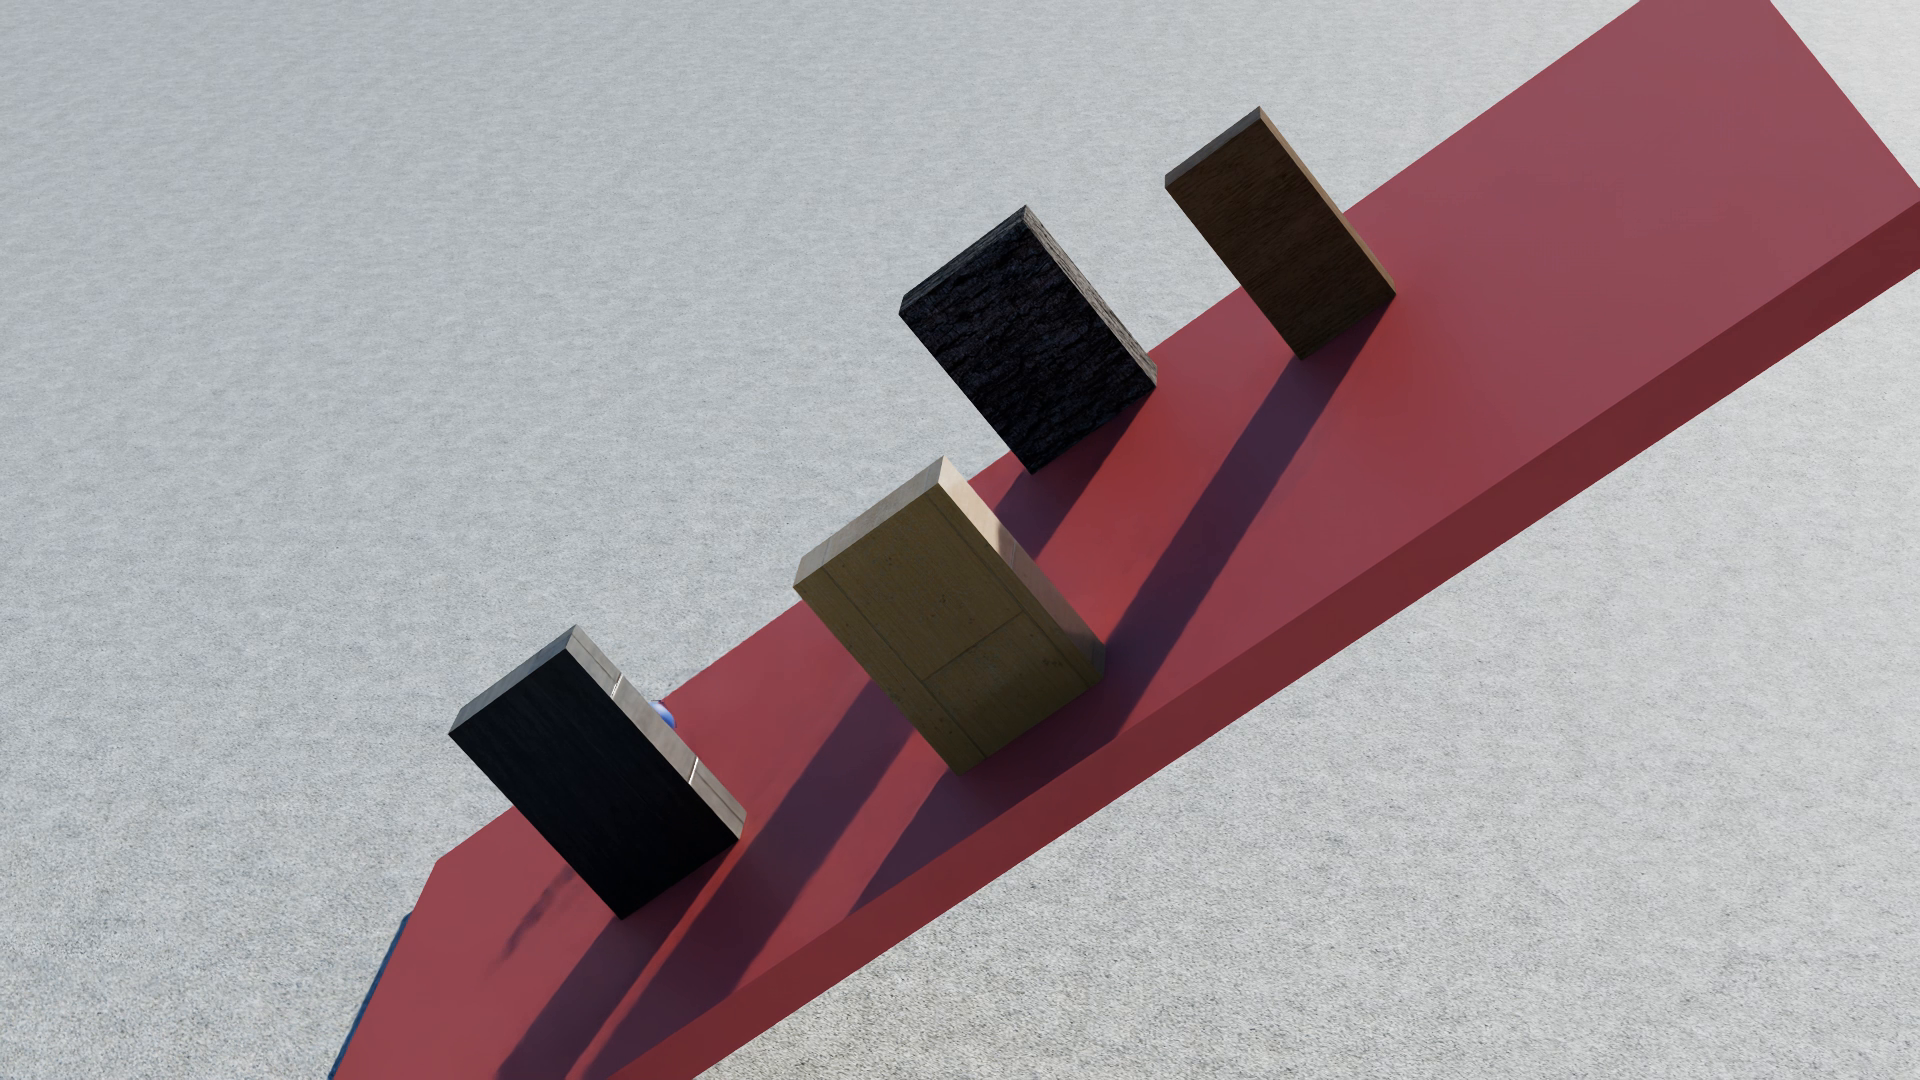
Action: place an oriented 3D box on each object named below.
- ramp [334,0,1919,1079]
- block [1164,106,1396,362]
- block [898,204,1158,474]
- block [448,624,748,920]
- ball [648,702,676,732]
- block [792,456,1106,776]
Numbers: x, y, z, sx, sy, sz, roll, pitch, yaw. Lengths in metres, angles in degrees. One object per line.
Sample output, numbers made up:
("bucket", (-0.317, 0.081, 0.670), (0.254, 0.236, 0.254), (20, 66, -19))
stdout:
("ramp", (0.124, 0.183, 6.333), (4.000, 0.100, 2.000), (-35, 16, 17))
("block", (0.679, -0.647, 6.231), (0.248, 0.483, 0.097), (-35, 16, 17))
("block", (0.162, -0.468, 6.901), (0.370, 0.504, 0.138), (-35, 16, 17))
("block", (-0.773, 0.501, 6.306), (0.338, 0.564, 0.122), (-35, 16, 17))
("ball", (-0.762, 0.461, 7.203), (0.129, 0.129, 0.129), (0, 23, 0))
("block", (-0.017, 0.148, 5.629), (0.354, 0.503, 0.141), (-35, 16, 17))
